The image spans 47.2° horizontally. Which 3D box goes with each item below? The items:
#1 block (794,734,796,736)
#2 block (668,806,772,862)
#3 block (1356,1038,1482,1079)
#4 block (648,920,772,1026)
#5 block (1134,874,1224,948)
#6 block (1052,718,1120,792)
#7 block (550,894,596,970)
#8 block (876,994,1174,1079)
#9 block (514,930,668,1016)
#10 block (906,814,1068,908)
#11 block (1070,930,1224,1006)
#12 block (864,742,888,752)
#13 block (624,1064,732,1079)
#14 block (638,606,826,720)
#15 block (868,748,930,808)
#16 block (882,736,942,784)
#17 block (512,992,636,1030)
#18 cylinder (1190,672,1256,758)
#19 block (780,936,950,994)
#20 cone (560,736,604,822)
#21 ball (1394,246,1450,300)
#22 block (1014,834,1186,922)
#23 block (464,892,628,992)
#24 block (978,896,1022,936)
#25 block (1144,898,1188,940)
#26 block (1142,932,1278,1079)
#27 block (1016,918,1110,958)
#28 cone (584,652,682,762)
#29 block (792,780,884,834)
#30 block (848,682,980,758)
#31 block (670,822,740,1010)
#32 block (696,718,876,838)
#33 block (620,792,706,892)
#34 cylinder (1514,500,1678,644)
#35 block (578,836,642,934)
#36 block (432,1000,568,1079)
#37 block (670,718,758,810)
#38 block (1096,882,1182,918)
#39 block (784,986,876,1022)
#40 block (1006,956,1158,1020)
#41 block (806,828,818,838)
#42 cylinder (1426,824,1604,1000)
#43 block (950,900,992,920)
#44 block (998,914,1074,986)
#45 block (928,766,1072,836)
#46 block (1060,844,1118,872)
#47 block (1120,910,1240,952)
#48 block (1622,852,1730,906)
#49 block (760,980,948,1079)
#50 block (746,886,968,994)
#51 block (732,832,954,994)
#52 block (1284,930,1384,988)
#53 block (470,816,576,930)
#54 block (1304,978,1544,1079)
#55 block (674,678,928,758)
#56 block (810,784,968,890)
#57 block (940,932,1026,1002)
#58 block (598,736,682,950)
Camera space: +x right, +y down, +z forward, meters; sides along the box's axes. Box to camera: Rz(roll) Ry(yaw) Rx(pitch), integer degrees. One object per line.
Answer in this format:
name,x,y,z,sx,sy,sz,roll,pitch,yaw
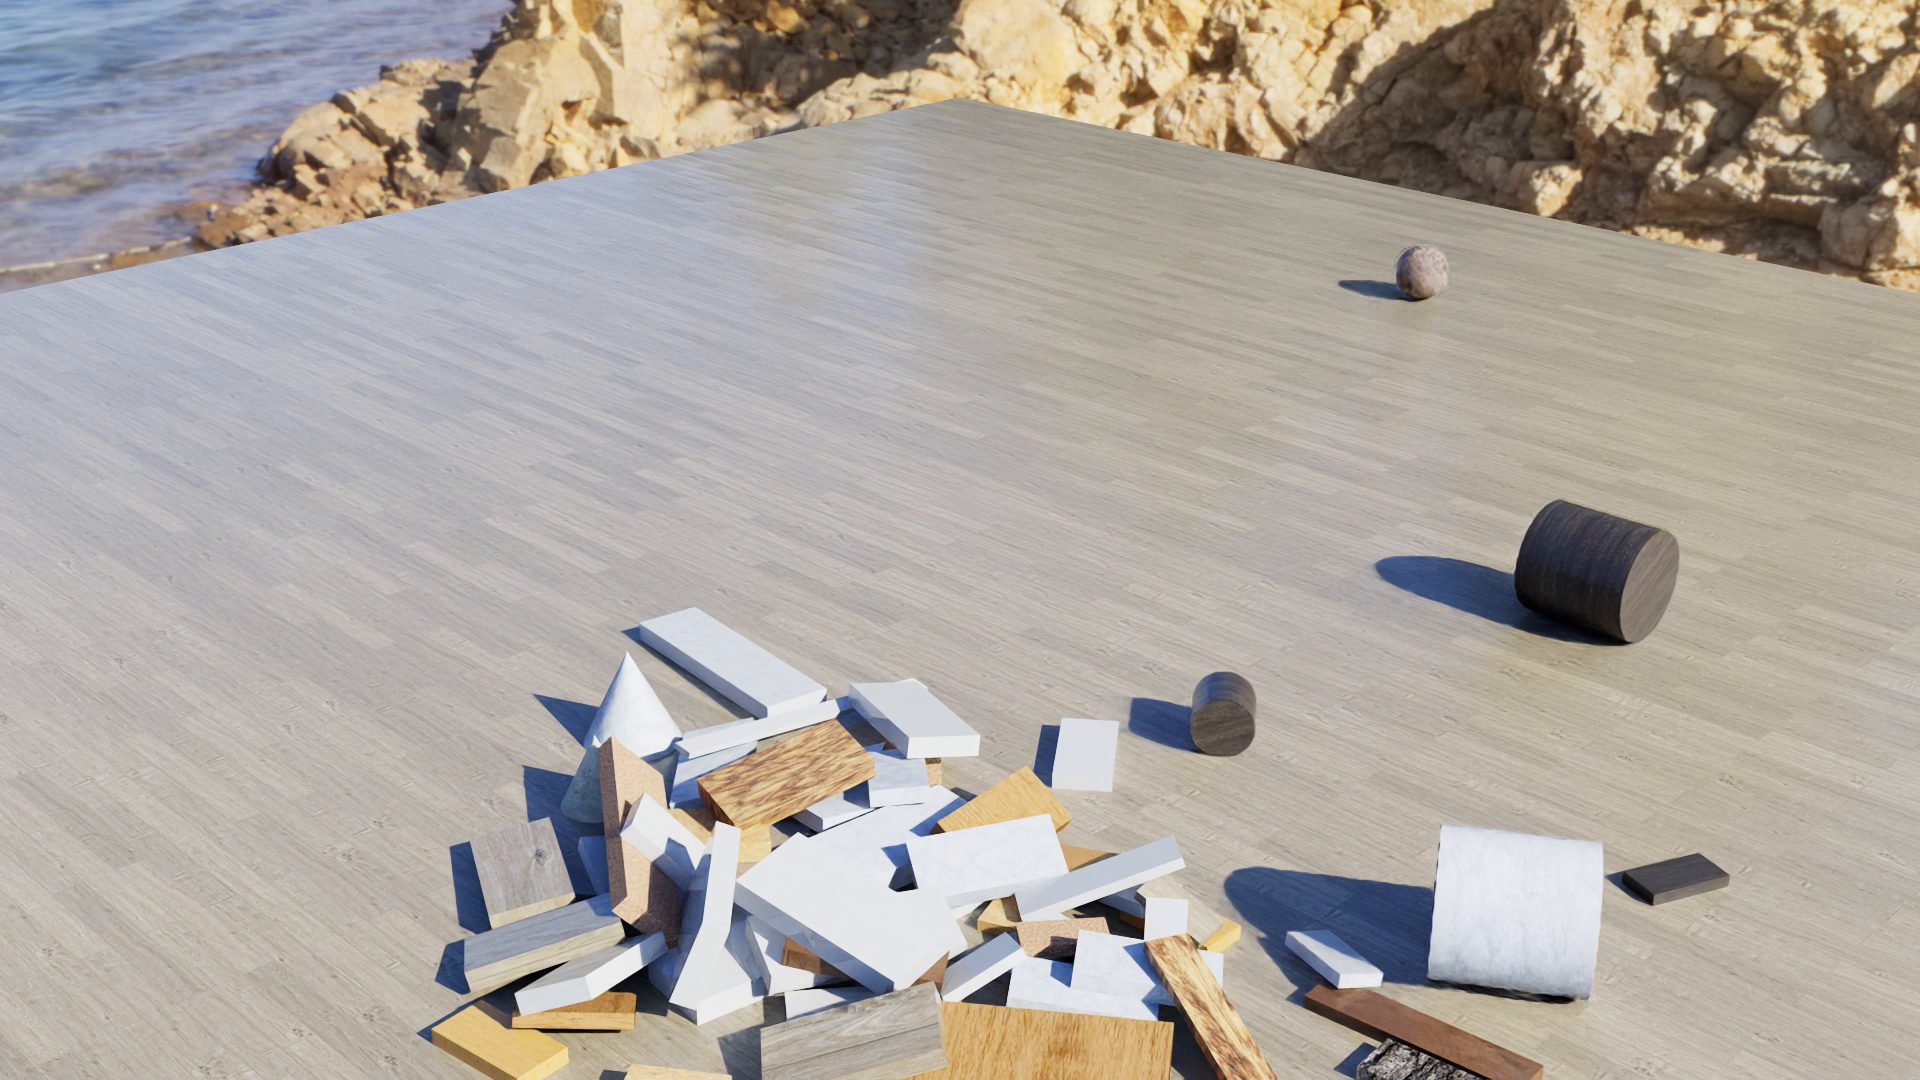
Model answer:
block,-0.341,0.483,4.580,0.119,0.034,0.238,8,24,19
block,-0.529,0.584,4.330,0.304,0.043,0.152,-3,23,-7
block,0.767,0.893,3.619,0.202,0.029,0.101,18,29,36
block,-0.368,0.749,3.934,0.337,0.048,0.168,-16,28,-34
block,0.399,0.673,4.002,0.150,0.021,0.075,38,47,24
block,0.267,0.452,4.650,0.124,0.035,0.248,3,23,6
block,-0.704,0.717,4.033,0.102,0.029,0.203,1,23,3
block,0.094,0.856,3.623,0.501,0.050,0.176,4,38,8
block,-0.632,0.745,3.795,0.141,0.040,0.282,-17,1,20
block,0.050,0.606,4.131,0.281,0.040,0.140,-9,47,-10
block,0.328,0.752,3.839,0.257,0.036,0.129,9,25,4
block,-0.201,0.453,4.625,0.094,0.013,0.047,-16,24,22
block,-0.486,0.953,3.454,0.168,0.048,0.337,4,23,10
block,-0.526,0.281,5.023,0.152,0.043,0.575,-16,26,-33
block,-0.127,0.478,4.449,0.119,0.034,0.238,-5,14,-3
block,-0.104,0.443,4.672,0.124,0.035,0.248,-1,23,-2
block,-0.659,0.806,3.771,0.203,0.029,0.102,2,8,-6
cylinder,0.564,0.372,4.709,0.136,0.136,0.136,3,23,7
block,-0.160,0.712,3.852,0.281,0.040,0.140,12,34,3
cone,-0.736,0.465,4.463,0.157,0.157,0.157,0,23,0
ball,1.627,-0.942,7.742,0.188,0.188,0.188,0,23,0
block,0.257,0.628,4.061,0.315,0.022,0.079,-20,25,2
block,-0.741,0.714,3.925,0.282,0.040,0.141,-17,17,-8
block,0.100,0.688,4.110,0.079,0.022,0.157,10,25,22
block,0.368,0.716,3.937,0.075,0.021,0.150,3,59,6
block,0.433,0.820,3.684,0.082,0.023,0.425,-8,36,-20
block,0.187,0.717,3.968,0.164,0.023,0.082,-2,23,-6
cone,-0.706,0.333,4.704,0.212,0.212,0.212,0,23,0
block,-0.206,0.532,4.411,0.247,0.035,0.124,-8,19,-37
block,-0.101,0.379,4.663,0.158,0.045,0.356,0,14,-23
block,-0.447,0.656,3.870,0.048,0.168,0.337,20,21,-10
block,-0.345,0.473,4.377,0.316,0.045,0.158,-23,39,-24
block,-0.527,0.589,4.125,0.034,0.238,0.119,-41,14,19
cylinder,1.516,0.073,5.236,0.275,0.275,0.275,21,31,40
block,-0.633,0.644,4.123,0.102,0.029,0.252,1,31,-28
block,-0.777,0.853,3.710,0.219,0.031,0.109,17,28,35
block,-0.506,0.472,4.547,0.152,0.043,0.304,-13,23,4
block,0.314,0.653,4.121,0.101,0.029,0.202,-18,16,-31
block,-0.169,0.820,3.781,0.257,0.036,0.129,-3,23,-6
block,0.215,0.791,3.812,0.258,0.036,0.129,9,24,4
block,-0.269,0.610,4.287,0.100,0.028,0.201,10,25,21
cylinder,0.975,0.652,3.873,0.274,0.274,0.274,5,24,13
block,-0.023,0.681,4.126,0.157,0.022,0.079,-20,30,-39
block,0.136,0.740,3.980,0.201,0.028,0.100,-19,29,-37
block,0.082,0.557,4.294,0.140,0.040,0.281,48,43,15
block,0.207,0.621,4.203,0.201,0.028,0.100,3,19,42
block,0.406,0.706,4.061,0.202,0.029,0.101,20,30,39
block,1.368,0.648,4.202,0.179,0.025,0.090,-9,25,-21
block,-0.175,0.831,3.603,0.301,0.043,0.151,-16,34,4
block,-0.185,0.711,3.921,0.365,0.043,0.151,-5,37,-22
block,-0.204,0.655,3.844,0.351,0.050,0.175,28,38,24
block,0.666,0.747,3.923,0.090,0.025,0.179,3,14,-24
block,-0.828,0.634,4.164,0.158,0.045,0.316,-14,23,-14
block,0.783,0.844,3.740,0.409,0.025,0.090,19,29,37
block,-0.328,0.377,4.715,0.047,0.013,0.696,30,28,36
block,-0.108,0.585,4.272,0.351,0.050,0.175,-17,33,-42
block,0.030,0.754,3.860,0.164,0.023,0.082,-30,18,-12
block,-0.607,0.565,4.160,0.040,0.141,0.562,-43,26,10
